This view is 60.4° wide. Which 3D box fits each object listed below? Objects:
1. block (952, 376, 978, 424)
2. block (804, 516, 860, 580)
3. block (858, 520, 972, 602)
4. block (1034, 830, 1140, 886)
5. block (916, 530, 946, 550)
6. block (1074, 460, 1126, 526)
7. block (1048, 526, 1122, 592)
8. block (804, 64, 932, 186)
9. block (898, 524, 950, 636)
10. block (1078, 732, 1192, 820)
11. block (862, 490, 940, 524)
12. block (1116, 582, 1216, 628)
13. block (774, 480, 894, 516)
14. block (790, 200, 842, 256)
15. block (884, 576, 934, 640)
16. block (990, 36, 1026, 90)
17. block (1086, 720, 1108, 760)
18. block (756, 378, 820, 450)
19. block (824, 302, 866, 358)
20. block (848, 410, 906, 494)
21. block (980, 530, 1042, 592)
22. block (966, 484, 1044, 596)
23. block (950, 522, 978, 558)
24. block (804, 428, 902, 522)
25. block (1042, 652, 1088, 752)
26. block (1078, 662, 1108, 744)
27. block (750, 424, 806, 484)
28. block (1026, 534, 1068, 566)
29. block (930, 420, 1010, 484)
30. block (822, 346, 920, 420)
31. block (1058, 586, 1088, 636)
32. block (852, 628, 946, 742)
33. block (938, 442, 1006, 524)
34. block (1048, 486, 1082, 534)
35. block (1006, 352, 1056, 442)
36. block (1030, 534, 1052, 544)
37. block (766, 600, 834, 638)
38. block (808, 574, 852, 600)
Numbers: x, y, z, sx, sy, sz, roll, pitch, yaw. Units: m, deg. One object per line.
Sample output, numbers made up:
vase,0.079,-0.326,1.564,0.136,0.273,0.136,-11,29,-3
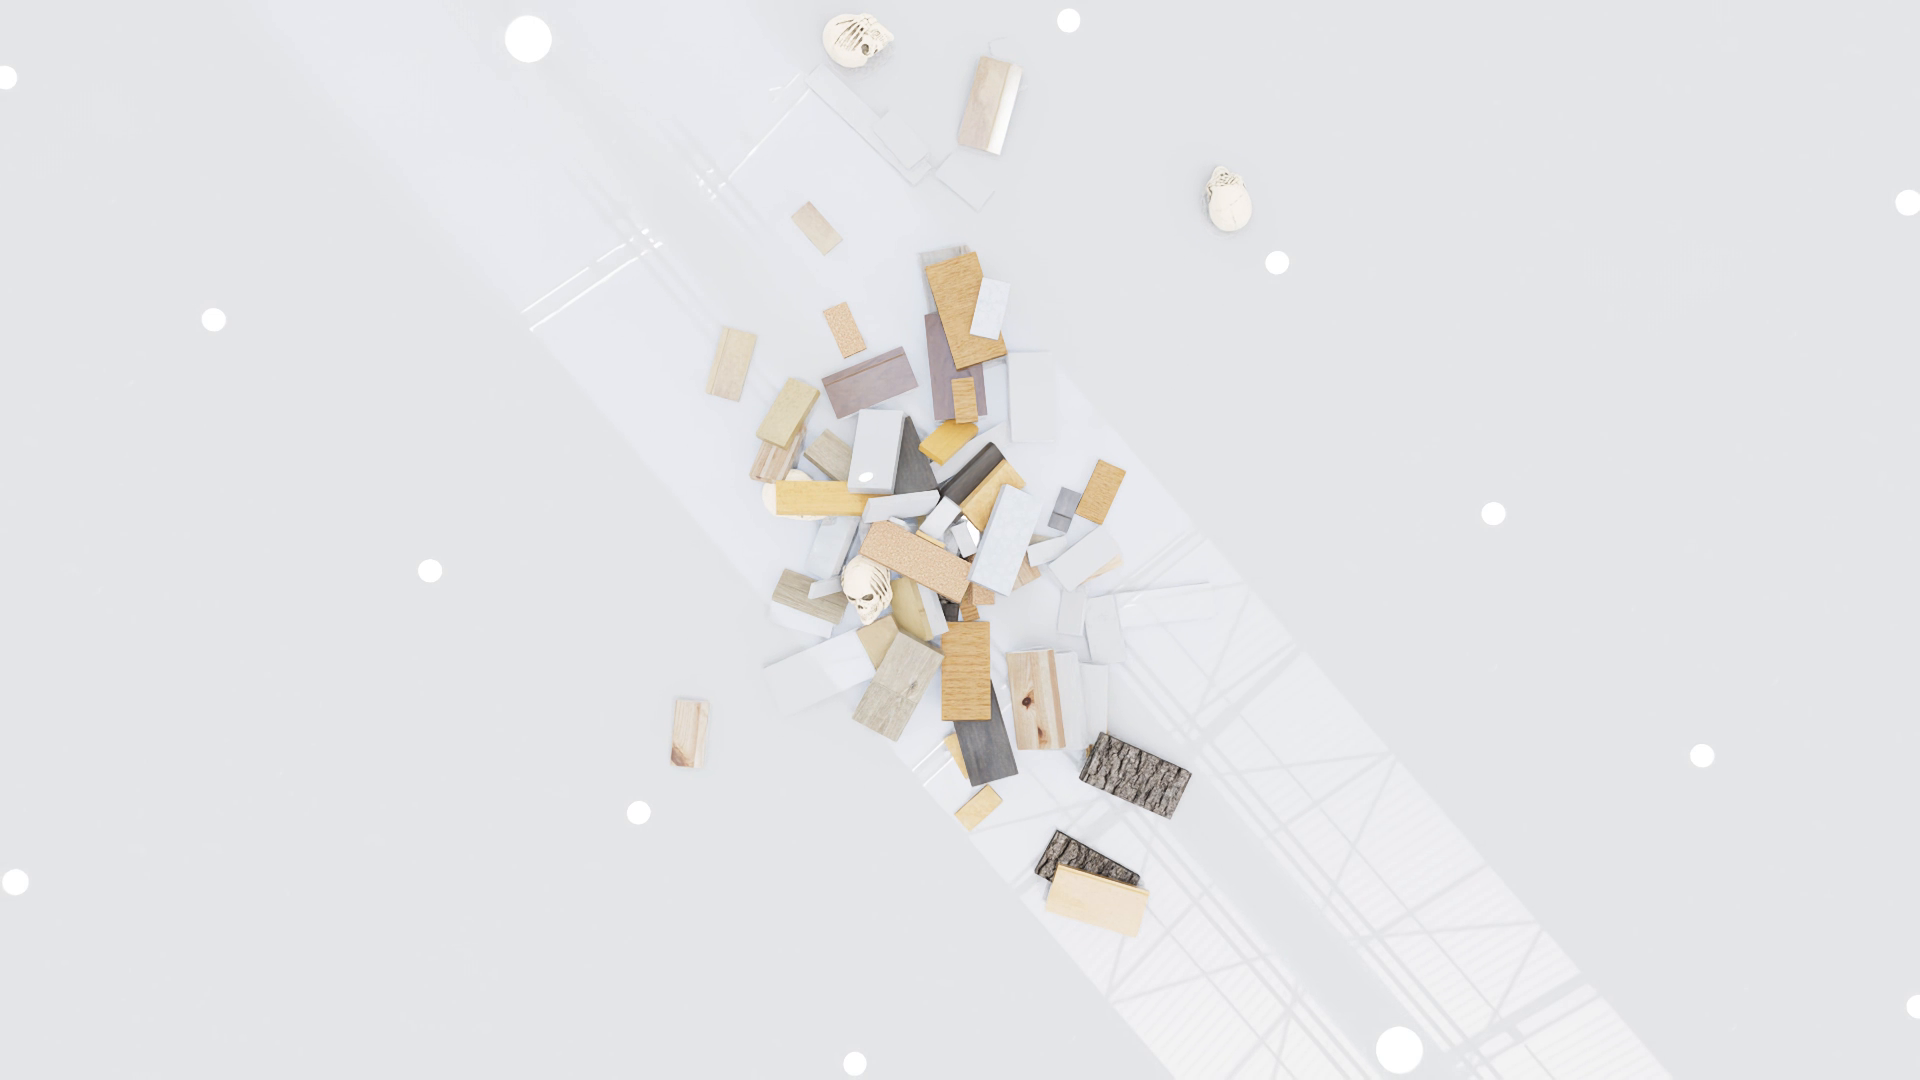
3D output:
block,0.016,-0.456,5.388,0.072,0.021,0.145,-7,89,0
block,-0.420,0.008,5.438,0.118,0.034,0.237,27,99,36
block,-0.138,0.064,5.368,0.368,0.037,0.131,27,78,-7
block,0.422,1.110,5.478,0.314,0.044,0.157,29,90,0
block,-0.098,0.003,5.389,0.103,0.051,0.015,28,76,1
block,0.467,-0.158,5.486,0.099,0.028,0.197,25,90,0
block,0.412,0.063,5.450,0.222,0.031,0.111,-37,84,-6
block,-0.306,-1.382,5.488,0.502,0.024,0.085,43,90,0
block,-0.144,0.138,5.450,0.111,0.031,0.374,-19,89,40
block,0.578,0.777,5.431,0.340,0.048,0.170,25,90,-15
block,-0.191,-0.109,5.326,0.239,0.099,0.028,-8,60,-23
block,0.675,0.217,5.484,0.335,0.031,0.111,-7,90,0
block,-0.388,-0.135,5.369,0.423,0.031,0.108,0,68,-13
block,-0.477,-1.037,5.488,0.084,0.024,0.167,-42,90,0
block,-0.169,0.233,5.452,0.111,0.031,0.222,-17,90,40
block,0.159,-1.581,5.488,0.084,0.024,0.167,-15,90,0
block,0.453,0.648,5.488,0.082,0.023,0.164,-7,90,0
block,-0.567,-0.416,5.435,0.114,0.032,0.229,23,73,19
block,-0.383,-0.698,5.488,0.085,0.024,0.169,-24,90,0
block,-0.273,-0.289,5.396,0.146,0.041,0.292,3,64,10
block,0.169,0.046,5.467,0.112,0.032,0.223,-27,90,-19
block,0.149,0.002,5.404,0.145,0.041,0.338,24,79,-20
block,0.014,0.000,5.415,0.054,0.015,0.107,-23,83,-6
block,-0.331,-0.203,5.445,0.388,0.034,0.118,39,65,5
block,0.327,0.534,5.436,0.157,0.044,0.314,-7,90,35
block,0.418,0.541,5.450,0.131,0.037,0.263,2,93,19
block,-0.598,-0.291,5.422,0.114,0.032,0.229,12,63,14
block,0.289,0.036,5.461,0.140,0.020,0.070,-16,103,-13
block,0.031,-0.285,5.457,0.375,0.021,0.072,-30,90,-10
block,-0.298,-0.521,5.479,0.291,0.041,0.145,-22,90,0
block,0.375,0.231,5.469,0.082,0.023,0.164,8,90,30
block,-0.202,0.478,5.425,0.170,0.048,0.340,28,103,-1
block,0.041,-0.189,5.430,0.271,0.032,0.112,-45,120,-11
block,0.347,-0.100,5.490,0.070,0.020,0.140,20,90,0
block,0.233,-0.473,5.465,0.146,0.041,0.292,-2,89,-9
block,0.220,0.005,5.462,0.200,0.015,0.054,8,83,-16
block,-0.523,0.246,5.485,0.217,0.031,0.108,15,90,0
block,-0.425,0.151,5.385,0.015,0.237,0.051,22,105,21
